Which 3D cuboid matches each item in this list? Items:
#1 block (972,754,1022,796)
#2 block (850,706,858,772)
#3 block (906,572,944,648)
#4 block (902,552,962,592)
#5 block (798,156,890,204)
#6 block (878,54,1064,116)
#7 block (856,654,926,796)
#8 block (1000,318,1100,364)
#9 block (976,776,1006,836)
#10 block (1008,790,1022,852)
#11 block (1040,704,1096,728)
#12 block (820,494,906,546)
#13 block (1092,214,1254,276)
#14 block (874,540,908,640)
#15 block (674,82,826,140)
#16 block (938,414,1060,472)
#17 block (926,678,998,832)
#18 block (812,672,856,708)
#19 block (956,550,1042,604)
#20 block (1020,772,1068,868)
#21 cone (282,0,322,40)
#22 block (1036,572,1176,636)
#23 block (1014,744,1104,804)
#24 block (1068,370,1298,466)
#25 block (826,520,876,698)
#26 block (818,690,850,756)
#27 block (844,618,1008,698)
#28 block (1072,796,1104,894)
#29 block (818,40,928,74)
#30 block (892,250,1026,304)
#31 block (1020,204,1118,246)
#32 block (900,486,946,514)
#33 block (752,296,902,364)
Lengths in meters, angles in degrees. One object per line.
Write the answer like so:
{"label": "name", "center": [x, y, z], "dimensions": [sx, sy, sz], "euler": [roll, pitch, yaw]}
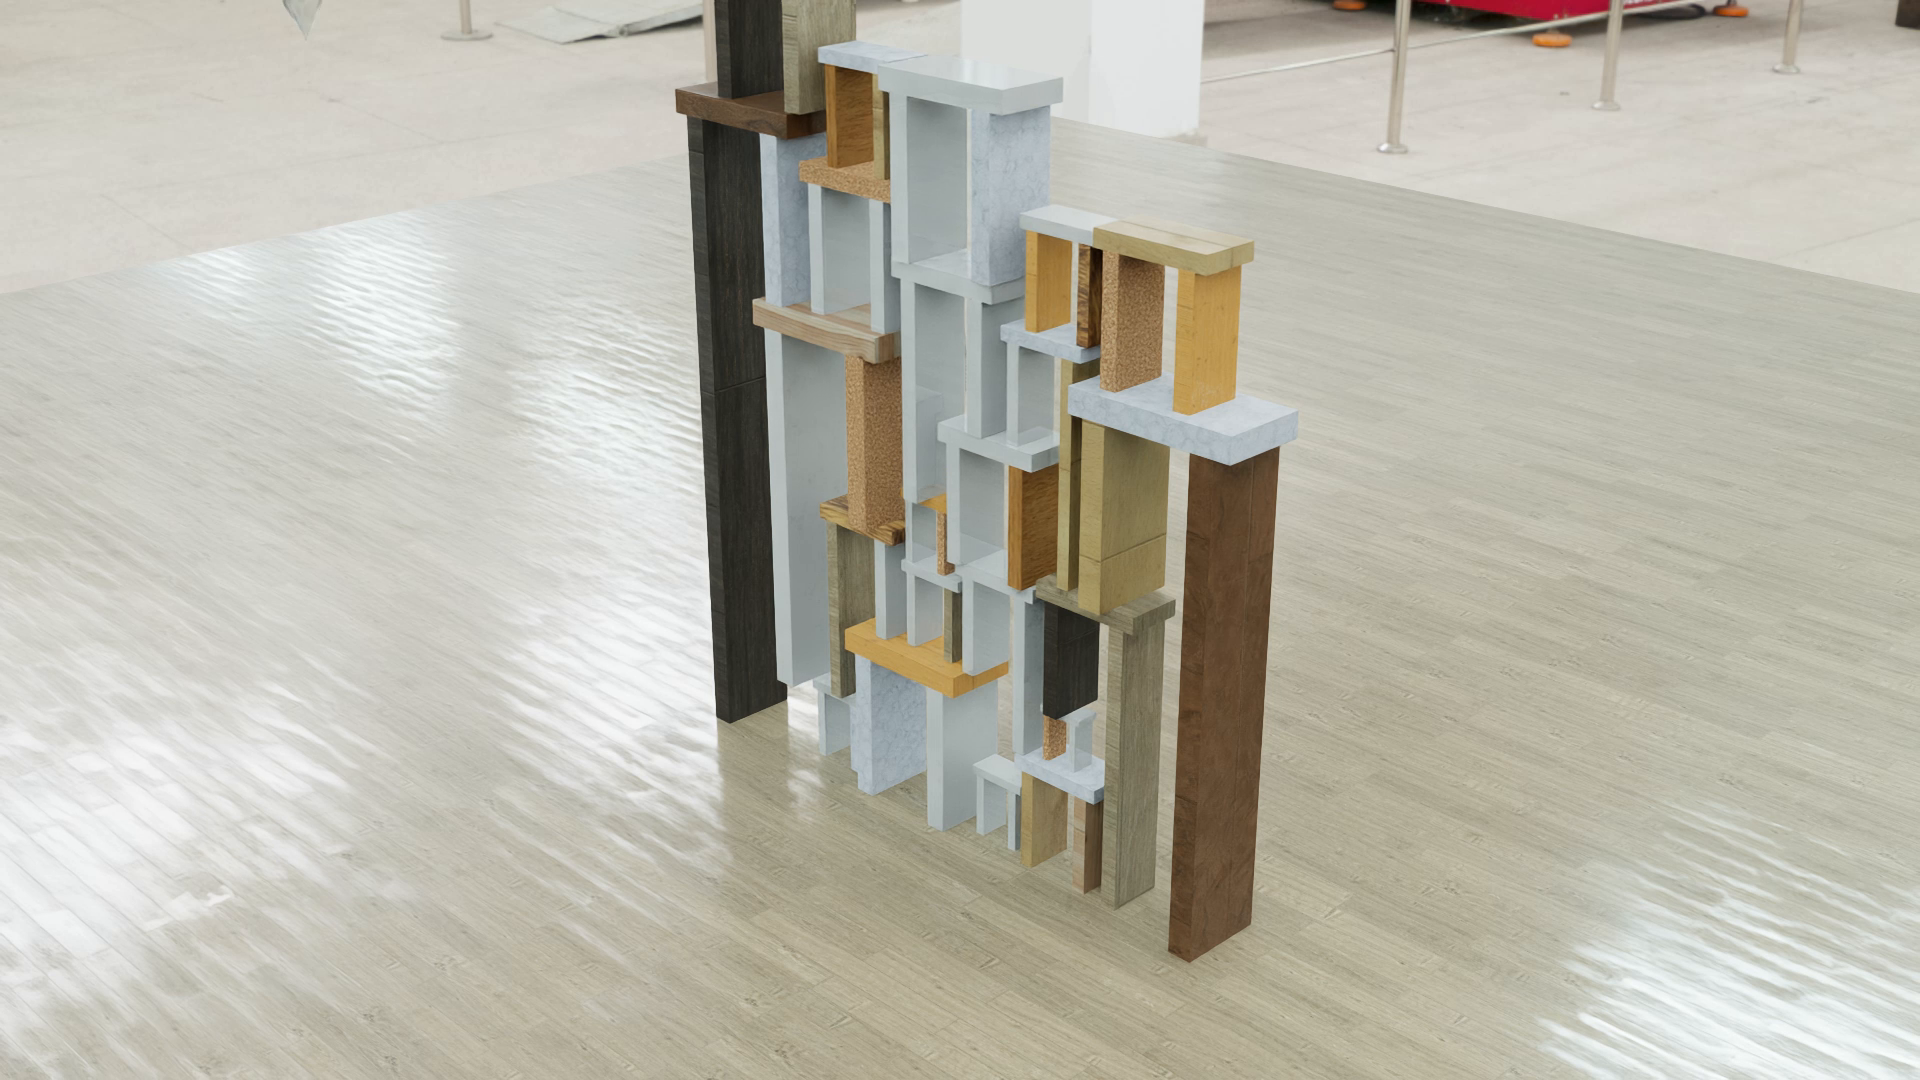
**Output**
{"label": "block", "center": [0.093, 0.461, 4.320], "dimensions": [0.130, 0.018, 0.065], "euler": [21, 31, 41]}
{"label": "block", "center": [-0.194, 0.405, 4.613], "dimensions": [0.076, 0.151, 0.021], "euler": [-21, 31, -41]}
{"label": "block", "center": [-0.069, 0.127, 4.357], "dimensions": [0.022, 0.156, 0.078], "euler": [21, 31, 41]}
{"label": "block", "center": [-0.032, 0.060, 4.289], "dimensions": [0.156, 0.022, 0.078], "euler": [21, 31, 41]}
{"label": "block", "center": [-0.169, -0.681, 4.120], "dimensions": [0.254, 0.036, 0.127], "euler": [21, 31, 40]}
{"label": "block", "center": [0.016, -0.801, 3.857], "dimensions": [0.306, 0.043, 0.153], "euler": [21, 31, 40]}
{"label": "block", "center": [-0.141, 0.356, 4.525], "dimensions": [0.044, 0.310, 0.155], "euler": [21, 31, 41]}
{"label": "block", "center": [0.173, -0.355, 3.879], "dimensions": [0.191, 0.027, 0.095], "euler": [21, 31, 40]}
{"label": "block", "center": [0.063, 0.517, 4.377], "dimensions": [0.018, 0.130, 0.065], "euler": [21, 31, 41]}
{"label": "block", "center": [0.124, 0.541, 4.321], "dimensions": [0.018, 0.130, 0.065], "euler": [21, 31, 41]}
{"label": "block", "center": [0.204, 0.323, 4.135], "dimensions": [0.049, 0.014, 0.099], "euler": [-21, 31, -41]}
{"label": "block", "center": [-0.170, -0.045, 4.384], "dimensions": [0.105, 0.030, 0.211], "euler": [-21, 31, -41]}
{"label": "block", "center": [0.352, -0.490, 3.636], "dimensions": [0.244, 0.035, 0.122], "euler": [21, 31, 41]}
{"label": "block", "center": [-0.120, 0.085, 4.385], "dimensions": [0.030, 0.211, 0.105], "euler": [21, 31, 41]}
{"label": "block", "center": [-0.383, -0.842, 4.279], "dimensions": [0.167, 0.047, 0.335], "euler": [-21, 31, -40]}
{"label": "block", "center": [0.085, -0.185, 4.044], "dimensions": [0.120, 0.034, 0.239], "euler": [-21, 31, -40]}
{"label": "block", "center": [0.005, 0.413, 4.391], "dimensions": [0.044, 0.310, 0.155], "euler": [21, 31, 41]}
{"label": "block", "center": [-0.230, 0.311, 4.612], "dimensions": [0.151, 0.021, 0.076], "euler": [21, 31, 41]}
{"label": "block", "center": [0.098, 0.064, 4.149], "dimensions": [0.101, 0.029, 0.202], "euler": [-21, 31, -40]}
{"label": "block", "center": [0.164, 0.524, 4.265], "dimensions": [0.029, 0.203, 0.102], "euler": [21, 31, 41]}
{"label": "cone", "center": [-1.658, -1.365, 5.544], "dimensions": [0.212, 0.212, 0.212], "euler": [-3, 8, 0]}
{"label": "block", "center": [0.263, 0.105, 3.988], "dimensions": [0.117, 0.033, 0.234], "euler": [-21, 31, -41]}
{"label": "block", "center": [0.212, 0.436, 4.175], "dimensions": [0.203, 0.029, 0.102], "euler": [21, 31, 41]}
{"label": "block", "center": [0.375, -0.217, 3.728], "dimensions": [0.178, 0.050, 0.356], "euler": [-21, 31, -41]}
{"label": "block", "center": [-0.220, 0.130, 4.512], "dimensions": [0.030, 0.391, 0.105], "euler": [21, 31, 41]}
{"label": "block", "center": [-0.266, 0.377, 4.679], "dimensions": [0.076, 0.151, 0.021], "euler": [-21, 31, -41]}
{"label": "block", "center": [-0.068, 0.222, 4.389], "dimensions": [0.310, 0.044, 0.155], "euler": [21, 31, 41]}
{"label": "block", "center": [0.260, 0.562, 4.176], "dimensions": [0.029, 0.203, 0.102], "euler": [21, 31, 41]}
{"label": "block", "center": [-0.160, -0.881, 4.021], "dimensions": [0.096, 0.027, 0.192], "euler": [-21, 31, -40]}
{"label": "block", "center": [0.010, -0.485, 3.999], "dimensions": [0.129, 0.037, 0.258], "euler": [-21, 31, -40]}
{"label": "block", "center": [0.200, -0.541, 3.783], "dimensions": [0.182, 0.026, 0.091], "euler": [21, 31, 40]}
{"label": "block", "center": [-0.045, -0.084, 4.237], "dimensions": [0.131, 0.019, 0.066], "euler": [21, 31, 41]}
{"label": "block", "center": [-0.222, -0.426, 4.279], "dimensions": [0.352, 0.050, 0.176], "euler": [21, 31, 40]}
